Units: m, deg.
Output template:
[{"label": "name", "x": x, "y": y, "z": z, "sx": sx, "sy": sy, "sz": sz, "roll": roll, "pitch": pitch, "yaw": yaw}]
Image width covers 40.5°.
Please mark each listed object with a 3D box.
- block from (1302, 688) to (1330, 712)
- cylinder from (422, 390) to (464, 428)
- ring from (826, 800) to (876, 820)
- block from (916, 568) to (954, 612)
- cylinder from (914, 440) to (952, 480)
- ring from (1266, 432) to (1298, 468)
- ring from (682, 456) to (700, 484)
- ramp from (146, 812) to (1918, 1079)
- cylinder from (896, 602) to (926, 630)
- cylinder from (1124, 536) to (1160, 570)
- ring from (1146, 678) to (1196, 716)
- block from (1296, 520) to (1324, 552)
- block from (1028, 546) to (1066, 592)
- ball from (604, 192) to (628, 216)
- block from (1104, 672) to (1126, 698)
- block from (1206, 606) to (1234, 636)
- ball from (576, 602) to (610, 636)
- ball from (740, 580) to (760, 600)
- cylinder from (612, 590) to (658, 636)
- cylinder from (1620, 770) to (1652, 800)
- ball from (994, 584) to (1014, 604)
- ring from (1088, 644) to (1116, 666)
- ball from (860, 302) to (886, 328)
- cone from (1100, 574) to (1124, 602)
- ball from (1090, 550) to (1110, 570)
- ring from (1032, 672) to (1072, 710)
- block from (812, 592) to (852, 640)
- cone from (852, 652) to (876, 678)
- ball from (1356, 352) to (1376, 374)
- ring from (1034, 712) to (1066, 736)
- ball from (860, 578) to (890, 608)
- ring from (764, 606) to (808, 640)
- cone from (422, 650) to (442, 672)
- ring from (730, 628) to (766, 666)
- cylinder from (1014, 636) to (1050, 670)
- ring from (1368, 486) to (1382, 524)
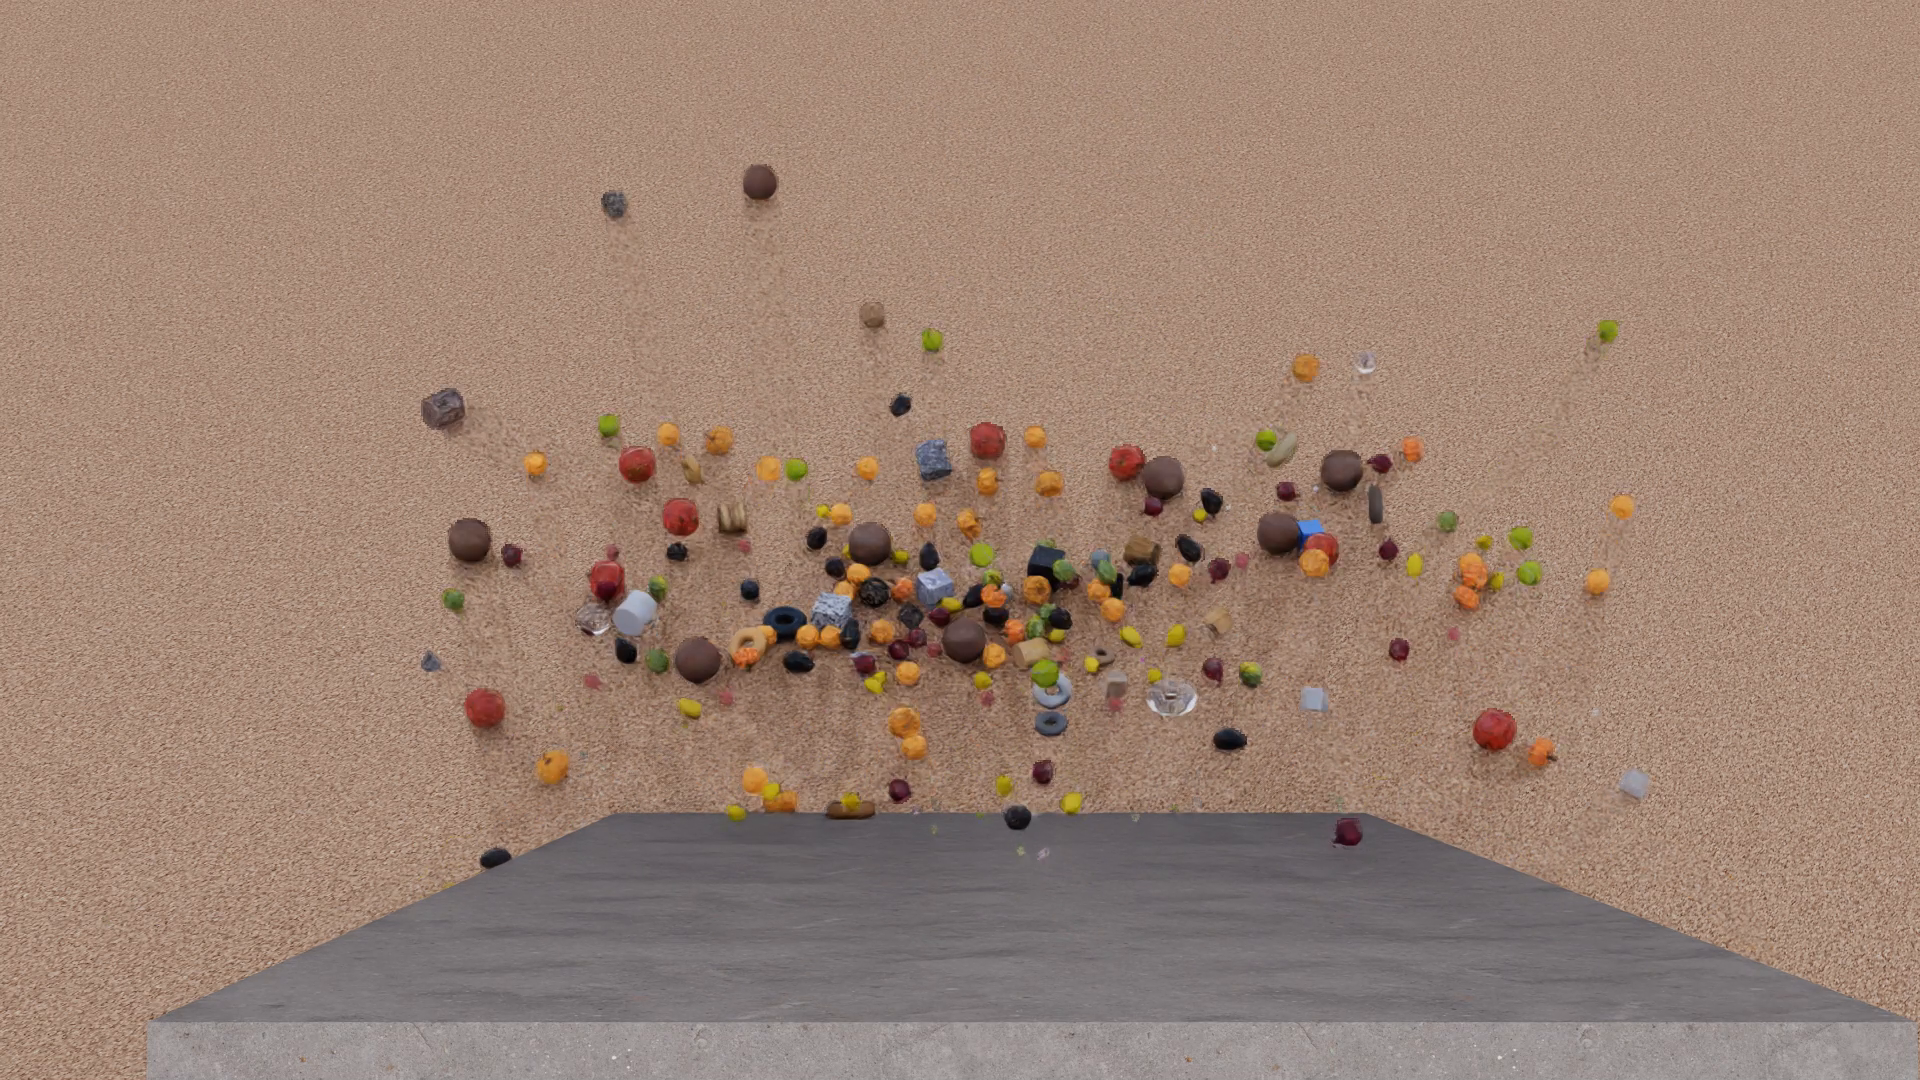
[{"label": "block", "x": 0.998, "y": 0.451, "z": 7.308, "sx": 0.057, "sy": 0.057, "sz": 0.057, "roll": 7, "pitch": -7, "yaw": 26}, {"label": "cylinder", "x": -1.688, "y": -0.428, "z": 8.503, "sx": 0.100, "sy": 0.100, "sz": 0.100, "roll": -28, "pitch": 45, "yaw": -31}, {"label": "ring", "x": -0.281, "y": 0.696, "z": 6.710, "sx": 0.128, "sy": 0.043, "sz": 0.128, "roll": -1, "pitch": -2, "yaw": 0}, {"label": "block", "x": -0.074, "y": 0.148, "z": 7.760, "sx": 0.082, "sy": 0.082, "sz": 0.082, "roll": -19, "pitch": 41, "yaw": -23}, {"label": "cylinder", "x": -0.086, "y": -0.251, "z": 8.238, "sx": 0.097, "sy": 0.097, "sz": 0.097, "roll": -12, "pitch": 74, "yaw": -16}, {"label": "ring", "x": 1.017, "y": -0.284, "z": 8.218, "sx": 0.045, "sy": 0.134, "sz": 0.134, "roll": 37, "pitch": 42, "yaw": -3}, {"label": "ring", "x": -0.851, "y": -0.224, "z": 8.239, "sx": 0.031, "sy": 0.094, "sz": 0.094, "roll": -24, "pitch": 43, "yaw": -26}, {"label": "ramp", "x": 0.082, "y": 0.686, "z": 4.935, "sx": 2.000, "sy": 0.100, "sz": 4.000, "roll": 0, "pitch": -3, "yaw": 0}, {"label": "cylinder", "x": -0.144, "y": 0.224, "z": 7.644, "sx": 0.062, "sy": 0.062, "sz": 0.062, "roll": 41, "pitch": 41, "yaw": -9}, {"label": "cylinder", "x": 0.553, "y": 0.039, "z": 7.901, "sx": 0.084, "sy": 0.084, "sz": 0.084, "roll": 18, "pitch": 41, "yaw": 22}, {"label": "ring", "x": 0.601, "y": 0.447, "z": 7.393, "sx": 0.143, "sy": 0.048, "sz": 0.143, "roll": -1, "pitch": 36, "yaw": 1}, {"label": "block", "x": 1.074, "y": -0.014, "z": 7.986, "sx": 0.066, "sy": 0.066, "sz": 0.066, "roll": -7, "pitch": 38, "yaw": -9}, {"label": "block", "x": 0.261, "y": 0.086, "z": 7.834, "sx": 0.090, "sy": 0.090, "sz": 0.090, "roll": 12, "pitch": 39, "yaw": 16}, {"label": "ball", "x": -1.267, "y": -1.236, "z": 9.577, "sx": 0.093, "sy": 0.093, "sz": 0.093, "roll": 0, "pitch": 37, "yaw": 0}, {"label": "block", "x": 0.441, "y": 0.410, "z": 7.382, "sx": 0.054, "sy": 0.054, "sz": 0.054, "roll": -1, "pitch": 31, "yaw": -6}, {"label": "block", "x": 0.764, "y": 0.235, "z": 7.644, "sx": 0.052, "sy": 0.052, "sz": 0.052, "roll": -38, "pitch": 29, "yaw": 0}, {"label": "ball", "x": -1.077, "y": 0.233, "z": 7.633, "sx": 0.098, "sy": 0.098, "sz": 0.098, "roll": 0, "pitch": 37, "yaw": 0}, {"label": "ball", "x": -0.628, "y": 0.148, "z": 7.777, "sx": 0.060, "sy": 0.060, "sz": 0.060, "roll": 0, "pitch": 37, "yaw": 0}, {"label": "cylinder", "x": -0.956, "y": 0.215, "z": 7.658, "sx": 0.097, "sy": 0.097, "sz": 0.097, "roll": 14, "pitch": 39, "yaw": 18}, {"label": "cylinder", "x": 1.840, "y": 0.665, "z": 7.081, "sx": 0.060, "sy": 0.060, "sz": 0.060, "roll": 31, "pitch": 43, "yaw": 4}, {"label": "ball", "x": 0.130, "y": 0.161, "z": 7.761, "sx": 0.060, "sy": 0.060, "sz": 0.060, "roll": 0, "pitch": 37, "yaw": 0}, {"label": "ring", "x": 0.412, "y": 0.334, "z": 7.560, "sx": 0.083, "sy": 0.028, "sz": 0.083, "roll": 0, "pitch": 38, "yaw": 0}, {"label": "ball", "x": -0.300, "y": -0.773, "z": 8.970, "sx": 0.088, "sy": 0.088, "sz": 0.088, "roll": 0, "pitch": 37, "yaw": 0}, {"label": "cone", "x": 0.469, "y": 0.154, "z": 7.791, "sx": 0.076, "sy": 0.076, "sz": 0.076, "roll": -14, "pitch": 66, "yaw": -18}, {"label": "ball", "x": 0.426, "y": 0.060, "z": 7.892, "sx": 0.062, "sy": 0.062, "sz": 0.062, "roll": 0, "pitch": 37, "yaw": 0}, {"label": "ring", "x": 0.260, "y": 0.426, "z": 7.372, "sx": 0.111, "sy": 0.111, "sz": 0.037, "roll": 5, "pitch": 10, "yaw": 7}, {"label": "block", "x": -0.376, "y": 0.224, "z": 7.649, "sx": 0.093, "sy": 0.093, "sz": 0.093, "roll": 10, "pitch": 38, "yaw": 13}, {"label": "cone", "x": -0.280, "y": 0.369, "z": 7.509, "sx": 0.072, "sy": 0.072, "sz": 0.072, "roll": 2, "pitch": 64, "yaw": 2}, {"label": "ball", "x": 1.365, "y": -0.595, "z": 8.750, "sx": 0.070, "sy": 0.070, "sz": 0.070, "roll": 0, "pitch": 37, "yaw": 0}, {"label": "ring", "x": 0.253, "y": 0.517, "z": 7.316, "sx": 0.091, "sy": 0.030, "sz": 0.091, "roll": -1, "pitch": 38, "yaw": 1}, {"label": "ball", "x": -0.255, "y": 0.156, "z": 7.742, "sx": 0.090, "sy": 0.090, "sz": 0.090, "roll": 0, "pitch": 37, "yaw": 0}, {"label": "ring", "x": -0.515, "y": 0.243, "z": 7.666, "sx": 0.131, "sy": 0.044, "sz": 0.131, "roll": -1, "pitch": 38, "yaw": 1}, {"label": "cone", "x": -1.530, "y": 0.338, "z": 7.527, "sx": 0.059, "sy": 0.059, "sz": 0.059, "roll": 0, "pitch": 37, "yaw": 0}, {"label": "ring", "x": -0.615, "y": 0.310, "z": 7.543, "sx": 0.117, "sy": 0.039, "sz": 0.117, "roll": -7, "pitch": 68, "yaw": 18}, {"label": "cylinder", "x": 0.206, "y": 0.328, "z": 7.525, "sx": 0.079, "sy": 0.079, "sz": 0.079, "roll": -15, "pitch": 40, "yaw": -19}, {"label": "ring", "x": 1.287, "y": -0.108, "z": 8.059, "sx": 0.040, "sy": 0.121, "sz": 0.121, "roll": -3, "pitch": 37, "yaw": 9}]
